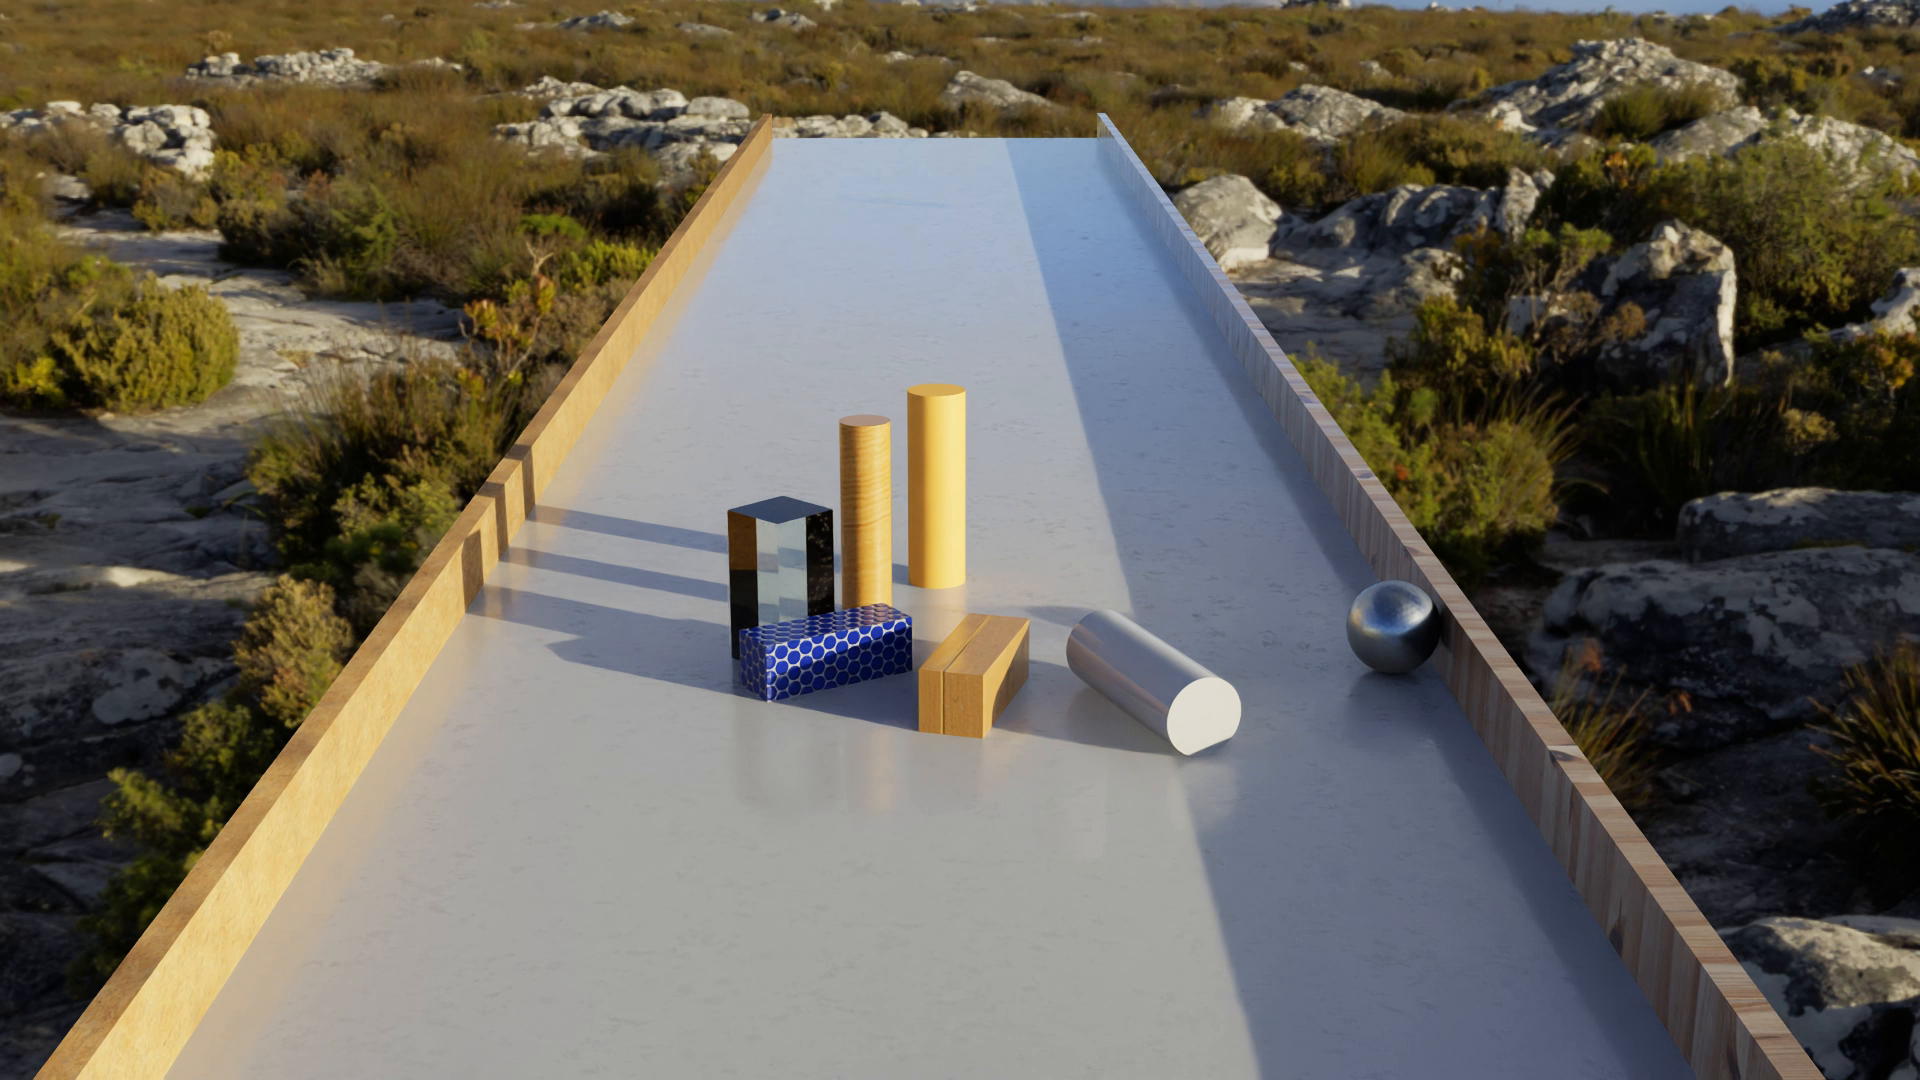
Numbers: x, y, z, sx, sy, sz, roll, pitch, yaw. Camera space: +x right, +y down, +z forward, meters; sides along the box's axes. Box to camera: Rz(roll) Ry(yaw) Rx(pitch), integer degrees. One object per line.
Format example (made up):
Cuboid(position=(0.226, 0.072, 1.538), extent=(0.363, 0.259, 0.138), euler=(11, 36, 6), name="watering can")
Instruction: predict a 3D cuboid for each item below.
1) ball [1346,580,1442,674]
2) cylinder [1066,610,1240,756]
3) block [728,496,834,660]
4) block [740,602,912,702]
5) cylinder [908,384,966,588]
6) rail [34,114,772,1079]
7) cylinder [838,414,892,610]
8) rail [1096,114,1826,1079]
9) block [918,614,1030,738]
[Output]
Cuboid(position=(0.853, 0.171, 4.330), extent=(0.184, 0.184, 0.184), euler=(0, 17, 0), name="ball")
Cuboid(position=(0.354, 0.261, 4.088), extent=(0.149, 0.149, 0.413), euler=(-7, 18, -22), name="cylinder")
Cuboid(position=(-0.355, 0.088, 4.386), extent=(0.147, 0.310, 0.147), euler=(15, 22, 41), name="block")
Cuboid(position=(-0.261, 0.217, 4.301), extent=(0.322, 0.112, 0.112), euler=(-10, 19, -31), name="block")
Cuboid(position=(-0.052, -0.119, 4.863), extent=(0.128, 0.436, 0.128), euler=(0, 17, 0), name="cylinder")
Cuboid(position=(-1.118, -0.838, 7.780), extent=(0.050, 0.150, 12.000), euler=(0, 17, -1), name="rail")
Cuboid(position=(-0.197, -0.040, 4.605), extent=(0.107, 0.432, 0.107), euler=(0, 17, 0), name="cylinder")
Cuboid(position=(0.932, -0.844, 7.801), extent=(0.050, 0.150, 12.000), euler=(0, 17, -1), name="rail")
Cuboid(position=(0.030, 0.253, 4.163), extent=(0.122, 0.122, 0.337), euler=(5, 17, 15), name="block")
